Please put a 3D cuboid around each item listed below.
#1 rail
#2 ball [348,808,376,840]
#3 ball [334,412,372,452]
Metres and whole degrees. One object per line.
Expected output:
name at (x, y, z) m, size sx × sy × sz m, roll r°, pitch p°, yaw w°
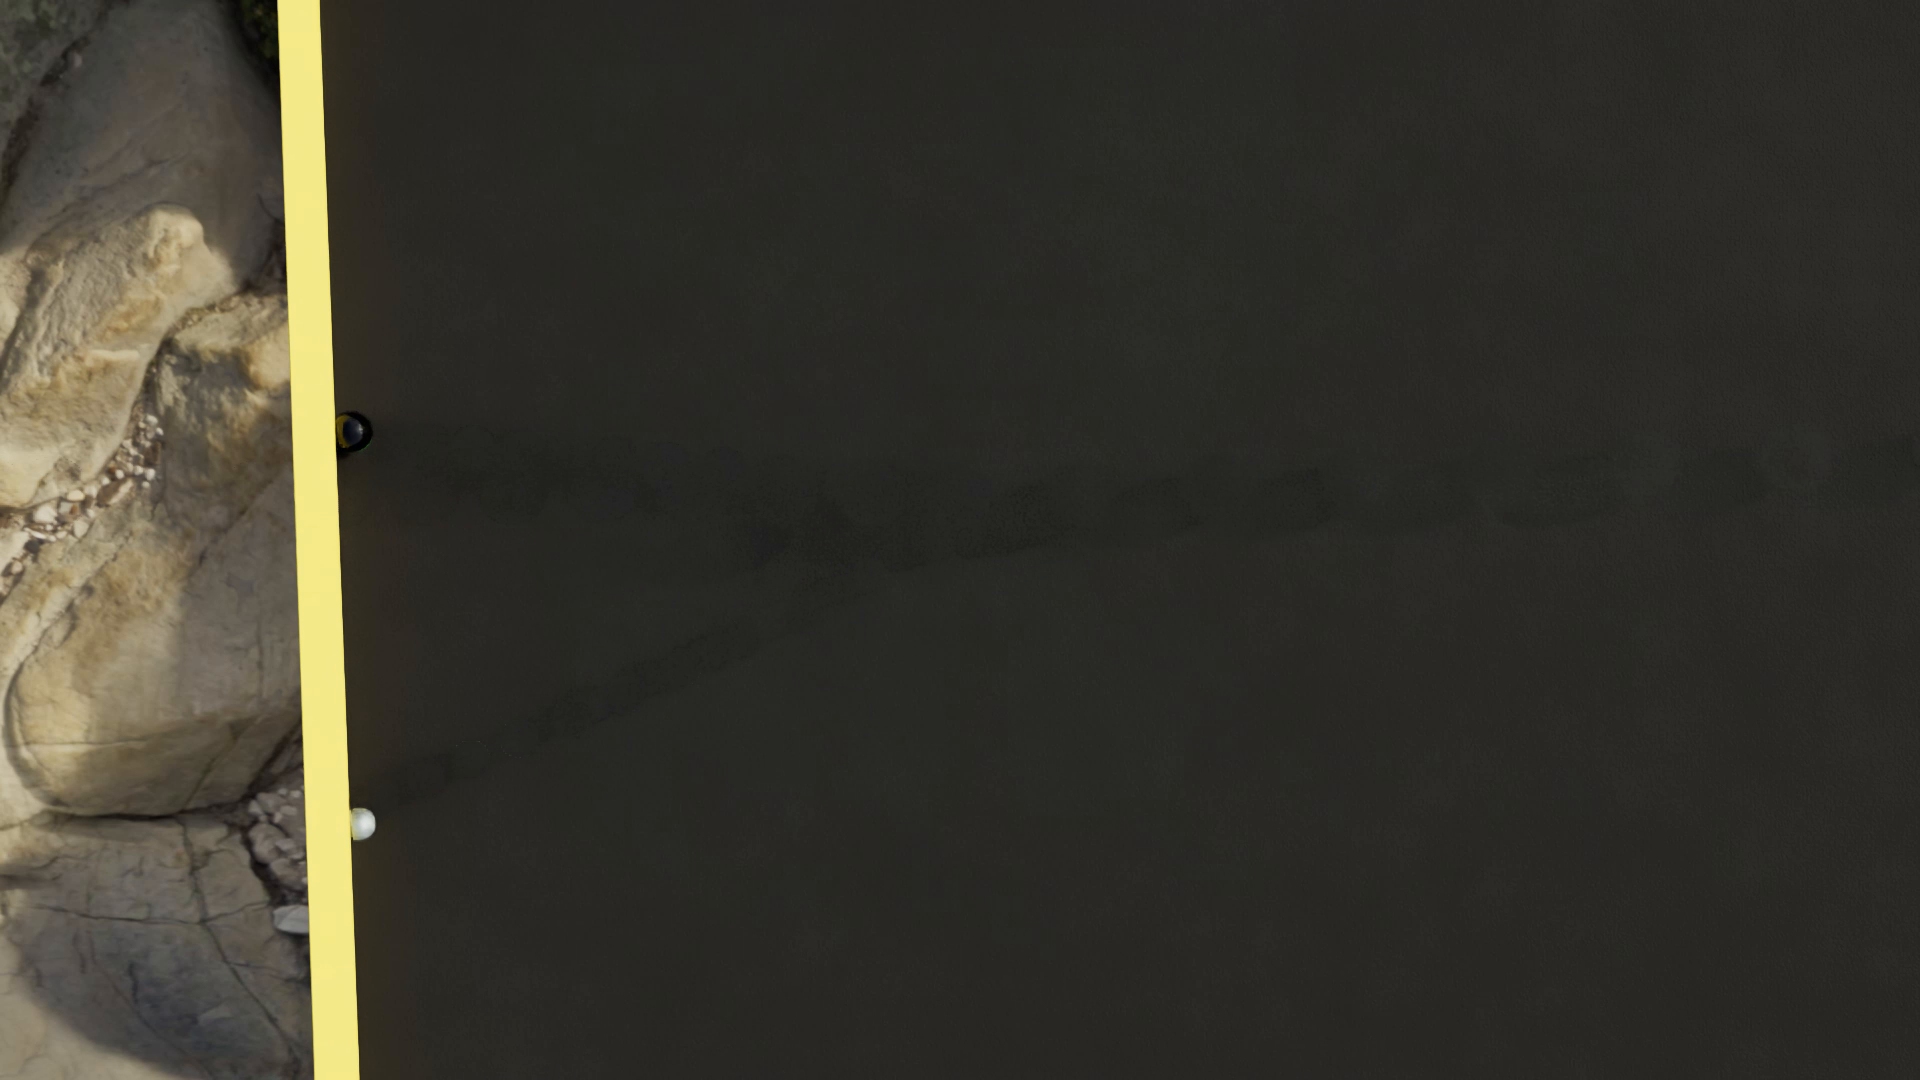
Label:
rail at (-0.933, 0.066, 3.231) m, size 0.045 × 0.121 × 2.046 m, roll -4°, pitch 82°, yaw -1°
ball at (-0.879, 0.416, 3.219) m, size 0.048 × 0.048 × 0.048 m, roll 0°, pitch 82°, yaw 0°
ball at (-0.911, -0.161, 3.295) m, size 0.060 × 0.060 × 0.060 m, roll 0°, pitch 82°, yaw 0°
